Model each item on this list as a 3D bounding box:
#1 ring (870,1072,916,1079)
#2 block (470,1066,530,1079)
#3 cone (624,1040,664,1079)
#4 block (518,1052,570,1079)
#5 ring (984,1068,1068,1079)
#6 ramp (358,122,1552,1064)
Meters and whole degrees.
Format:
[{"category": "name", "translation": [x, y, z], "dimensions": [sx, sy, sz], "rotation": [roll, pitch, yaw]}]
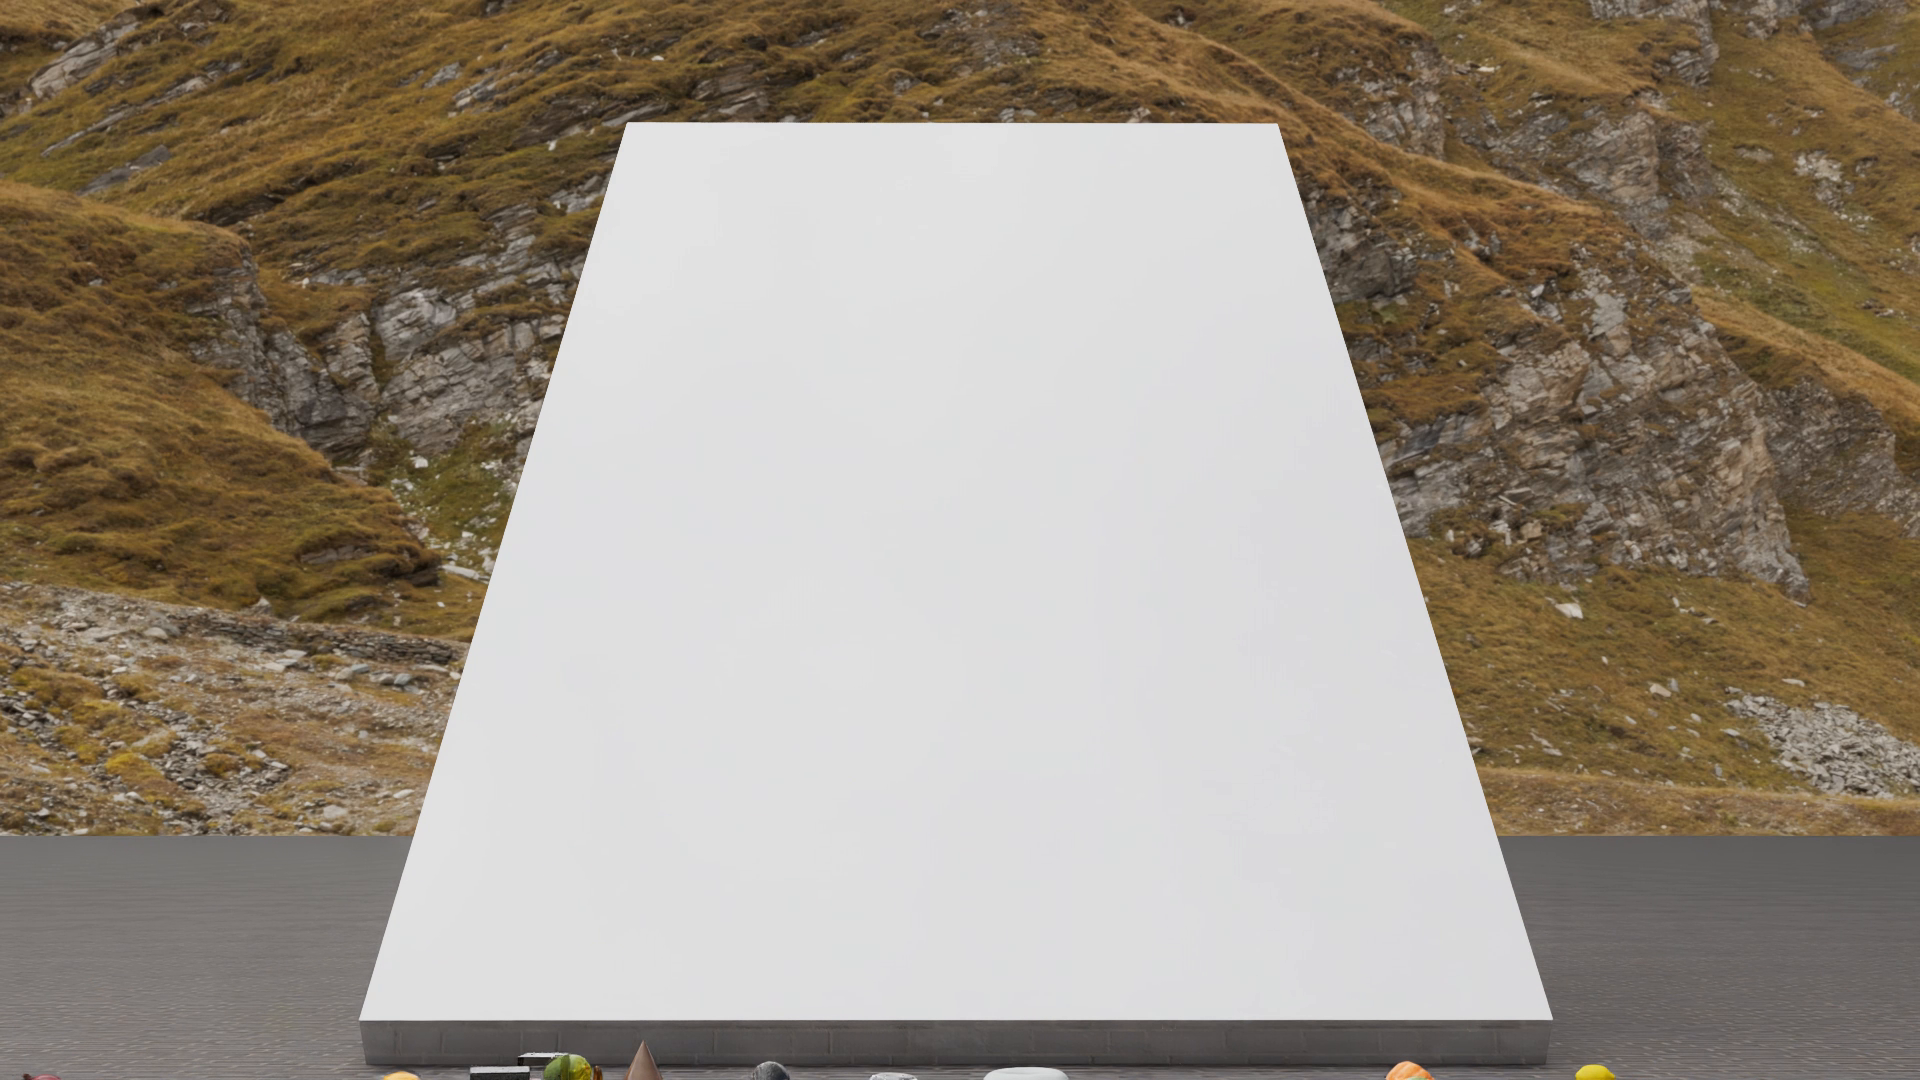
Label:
[{"category": "ring", "translation": [-0.102, 0.825, 3.703], "dimensions": [0.076, 0.025, 0.076], "rotation": [1, -6, 0]}, {"category": "block", "translation": [-0.614, 0.745, 3.249], "dimensions": [0.077, 0.077, 0.077], "rotation": [1, -7, -11]}, {"category": "cone", "translation": [-0.491, 0.811, 3.779], "dimensions": [0.072, 0.072, 0.072], "rotation": [0, -7, 0]}, {"category": "block", "translation": [-0.617, 0.795, 3.607], "dimensions": [0.064, 0.064, 0.064], "rotation": [0, -7, 2]}, {"category": "ring", "translation": [0.097, 0.802, 3.582], "dimensions": [0.130, 0.043, 0.130], "rotation": [-1, -6, 0]}, {"category": "ramp", "translation": [-0.014, -0.196, 5.814], "dimensions": [2.000, 0.100, 4.000], "rotation": [0, 31, 0]}]
